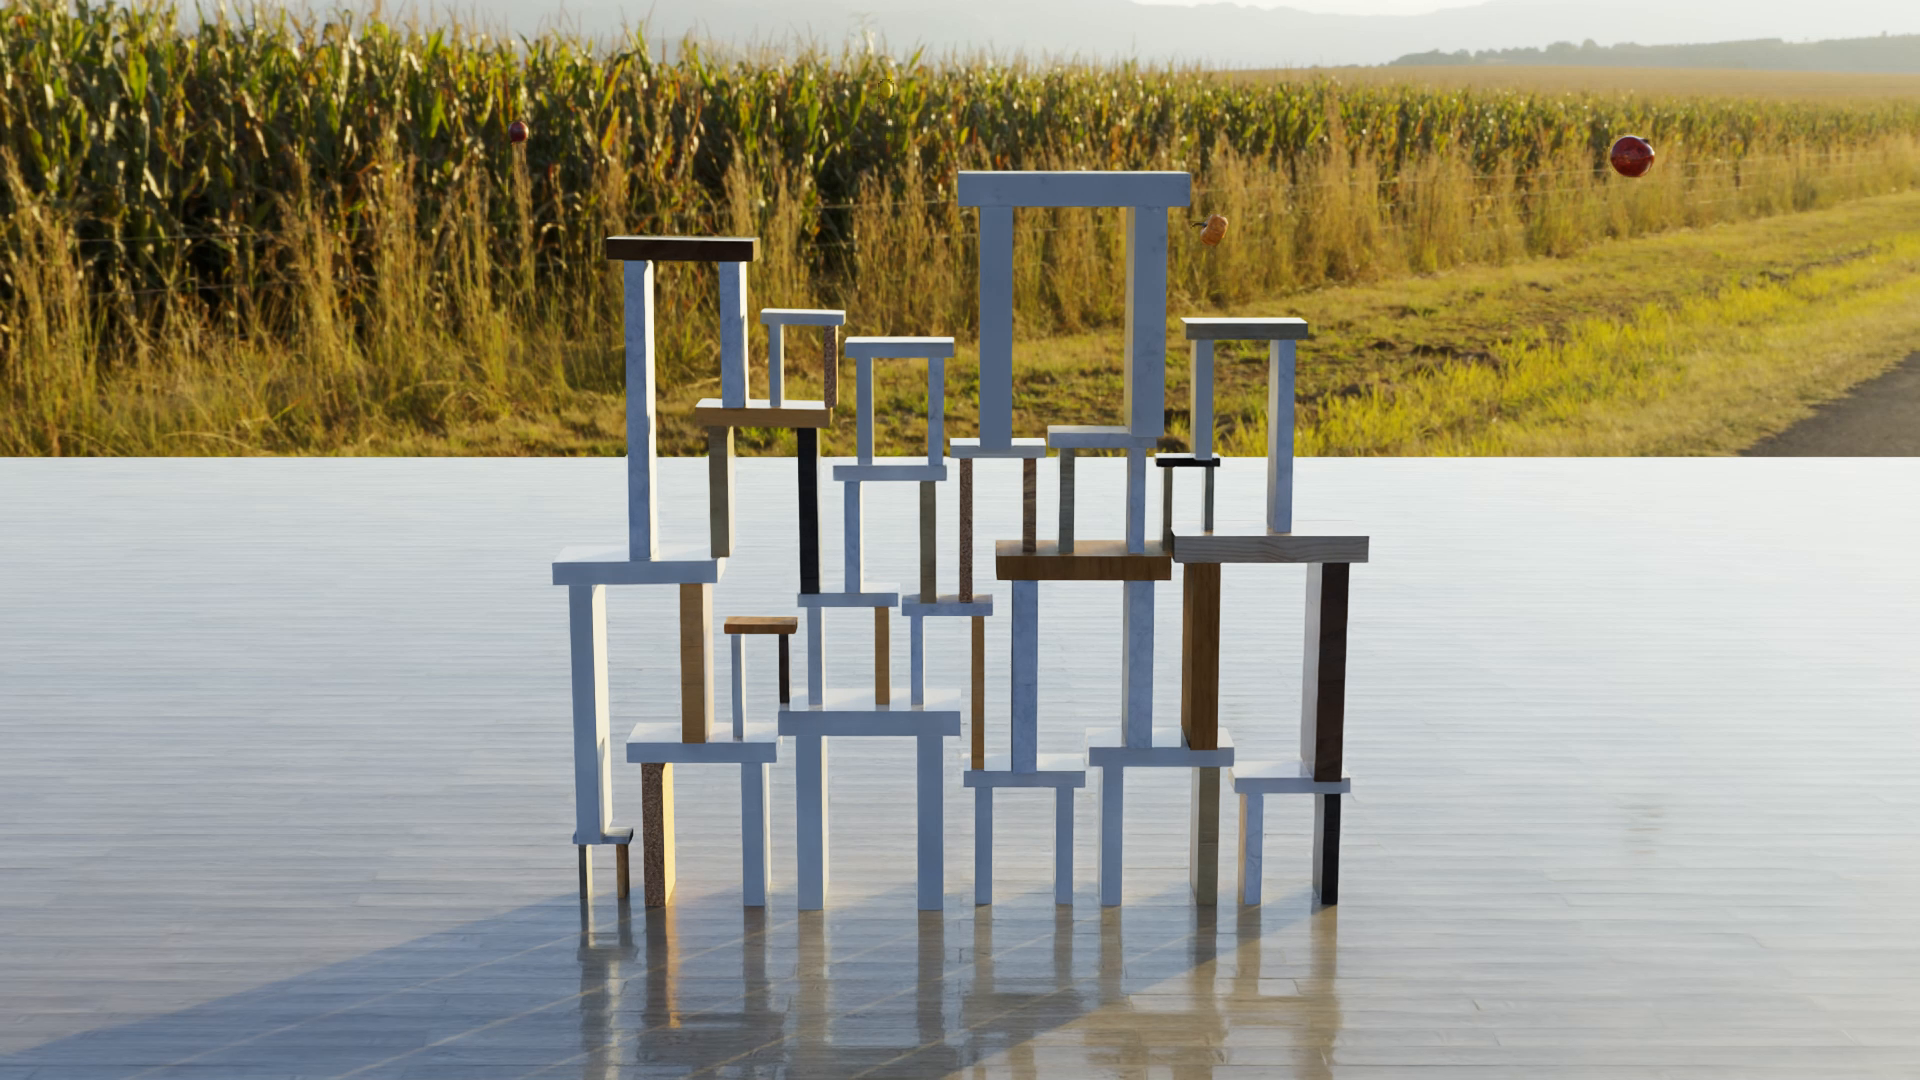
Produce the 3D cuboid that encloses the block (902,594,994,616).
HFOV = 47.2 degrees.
[{"bbox_3d":[-0.020,0.106,3.576,0.148,0.021,0.074,0,11,0],"label":"block"}]

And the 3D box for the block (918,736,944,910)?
[{"bbox_3d":[-0.048,0.446,3.638,0.042,0.293,0.147,0,11,0],"label":"block"}]

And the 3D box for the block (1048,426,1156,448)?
[{"bbox_3d":[0.227,-0.166,3.527,0.170,0.024,0.085,0,11,0],"label":"block"}]

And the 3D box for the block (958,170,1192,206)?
[{"bbox_3d":[0.175,-0.553,3.454,0.356,0.050,0.178,0,11,0],"label":"block"}]

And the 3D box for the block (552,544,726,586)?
[{"bbox_3d":[-0.518,0.040,3.566,0.263,0.037,0.131,-1,11,-1],"label":"block"}]

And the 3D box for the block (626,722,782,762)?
[{"bbox_3d":[-0.419,0.334,3.624,0.243,0.034,0.122,0,11,0],"label":"block"}]

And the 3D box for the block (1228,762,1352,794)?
[{"bbox_3d":[0.542,0.392,3.629,0.189,0.027,0.094,0,11,0],"label":"block"}]

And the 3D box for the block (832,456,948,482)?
[{"bbox_3d":[-0.112,-0.114,3.542,0.182,0.026,0.091,0,10,-1],"label":"block"}]

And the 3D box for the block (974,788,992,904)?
[{"bbox_3d":[0.039,0.492,3.651,0.028,0.199,0.099,0,11,0],"label":"block"}]

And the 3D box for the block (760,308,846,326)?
[{"bbox_3d":[-0.249,-0.354,3.496,0.130,0.018,0.065,1,11,-1],"label":"block"}]

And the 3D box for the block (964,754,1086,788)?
[{"bbox_3d":[0.105,0.380,3.631,0.199,0.028,0.099,0,11,0],"label":"block"}]

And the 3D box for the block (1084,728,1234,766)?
[{"bbox_3d":[0.327,0.341,3.626,0.236,0.033,0.118,0,11,0],"label":"block"}]

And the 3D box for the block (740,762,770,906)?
[{"bbox_3d":[-0.338,0.470,3.649,0.034,0.243,0.121,0,11,0],"label":"block"}]

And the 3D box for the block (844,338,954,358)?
[{"bbox_3d":[-0.096,-0.307,3.503,0.171,0.024,0.085,0,10,0],"label":"block"}]

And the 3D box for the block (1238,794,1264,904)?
[{"bbox_3d":[0.482,0.498,3.648,0.027,0.189,0.095,0,11,0],"label":"block"}]

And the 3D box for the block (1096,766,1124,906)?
[{"bbox_3d":[0.249,0.473,3.651,0.033,0.236,0.118,0,11,0],"label":"block"}]

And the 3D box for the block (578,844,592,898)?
[{"bbox_3d":[-0.624,0.544,3.662,0.013,0.094,0.047,0,11,0],"label":"block"}]

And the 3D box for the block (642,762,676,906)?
[{"bbox_3d":[-0.500,0.470,3.649,0.034,0.243,0.122,0,11,0],"label":"block"}]

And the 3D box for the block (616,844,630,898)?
[{"bbox_3d":[-0.561,0.544,3.662,0.013,0.094,0.047,0,11,0],"label":"block"}]

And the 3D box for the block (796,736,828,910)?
[{"bbox_3d":[-0.244,0.446,3.638,0.042,0.293,0.147,0,11,0],"label":"block"}]

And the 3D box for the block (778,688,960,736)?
[{"bbox_3d":[-0.146,0.282,3.608,0.293,0.042,0.147,0,11,0],"label":"block"}]

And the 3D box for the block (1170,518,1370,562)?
[{"bbox_3d":[0.494,0.001,3.561,0.308,0.044,0.154,0,11,0],"label":"block"}]

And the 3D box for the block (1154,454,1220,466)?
[{"bbox_3d":[0.366,-0.129,3.543,0.102,0.014,0.051,0,10,1],"label":"block"}]

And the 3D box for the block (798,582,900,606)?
[{"bbox_3d":[-0.180,0.089,3.577,0.163,0.023,0.081,0,11,0],"label":"block"}]

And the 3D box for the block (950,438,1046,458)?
[{"bbox_3d":[0.061,-0.148,3.535,0.152,0.022,0.076,0,11,0],"label":"block"}]

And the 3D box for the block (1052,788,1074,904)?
[{"bbox_3d":[0.171,0.492,3.652,0.028,0.199,0.099,0,11,0],"label":"block"}]

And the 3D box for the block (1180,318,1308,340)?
[{"bbox_3d":[0.451,-0.336,3.498,0.191,0.027,0.095,0,10,0],"label":"block"}]

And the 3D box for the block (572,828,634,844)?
[{"bbox_3d":[-0.593,0.491,3.652,0.094,0.013,0.047,0,11,0],"label":"block"}]

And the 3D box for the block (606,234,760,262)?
[{"bbox_3d":[-0.435,-0.460,3.467,0.229,0.032,0.114,1,11,0],"label":"block"}]

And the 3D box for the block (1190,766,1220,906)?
[{"bbox_3d":[0.406,0.473,3.651,0.033,0.236,0.118,0,11,0],"label":"block"}]

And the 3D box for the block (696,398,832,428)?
[{"bbox_3d":[-0.313,-0.203,3.524,0.211,0.030,0.106,1,11,-1],"label":"block"}]

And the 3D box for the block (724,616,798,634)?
[{"bbox_3d":[-0.324,0.139,3.587,0.115,0.016,0.058,0,11,0],"label":"block"}]

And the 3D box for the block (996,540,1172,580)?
[{"bbox_3d":[0.198,0.032,3.567,0.278,0.039,0.139,0,11,0],"label":"block"}]
